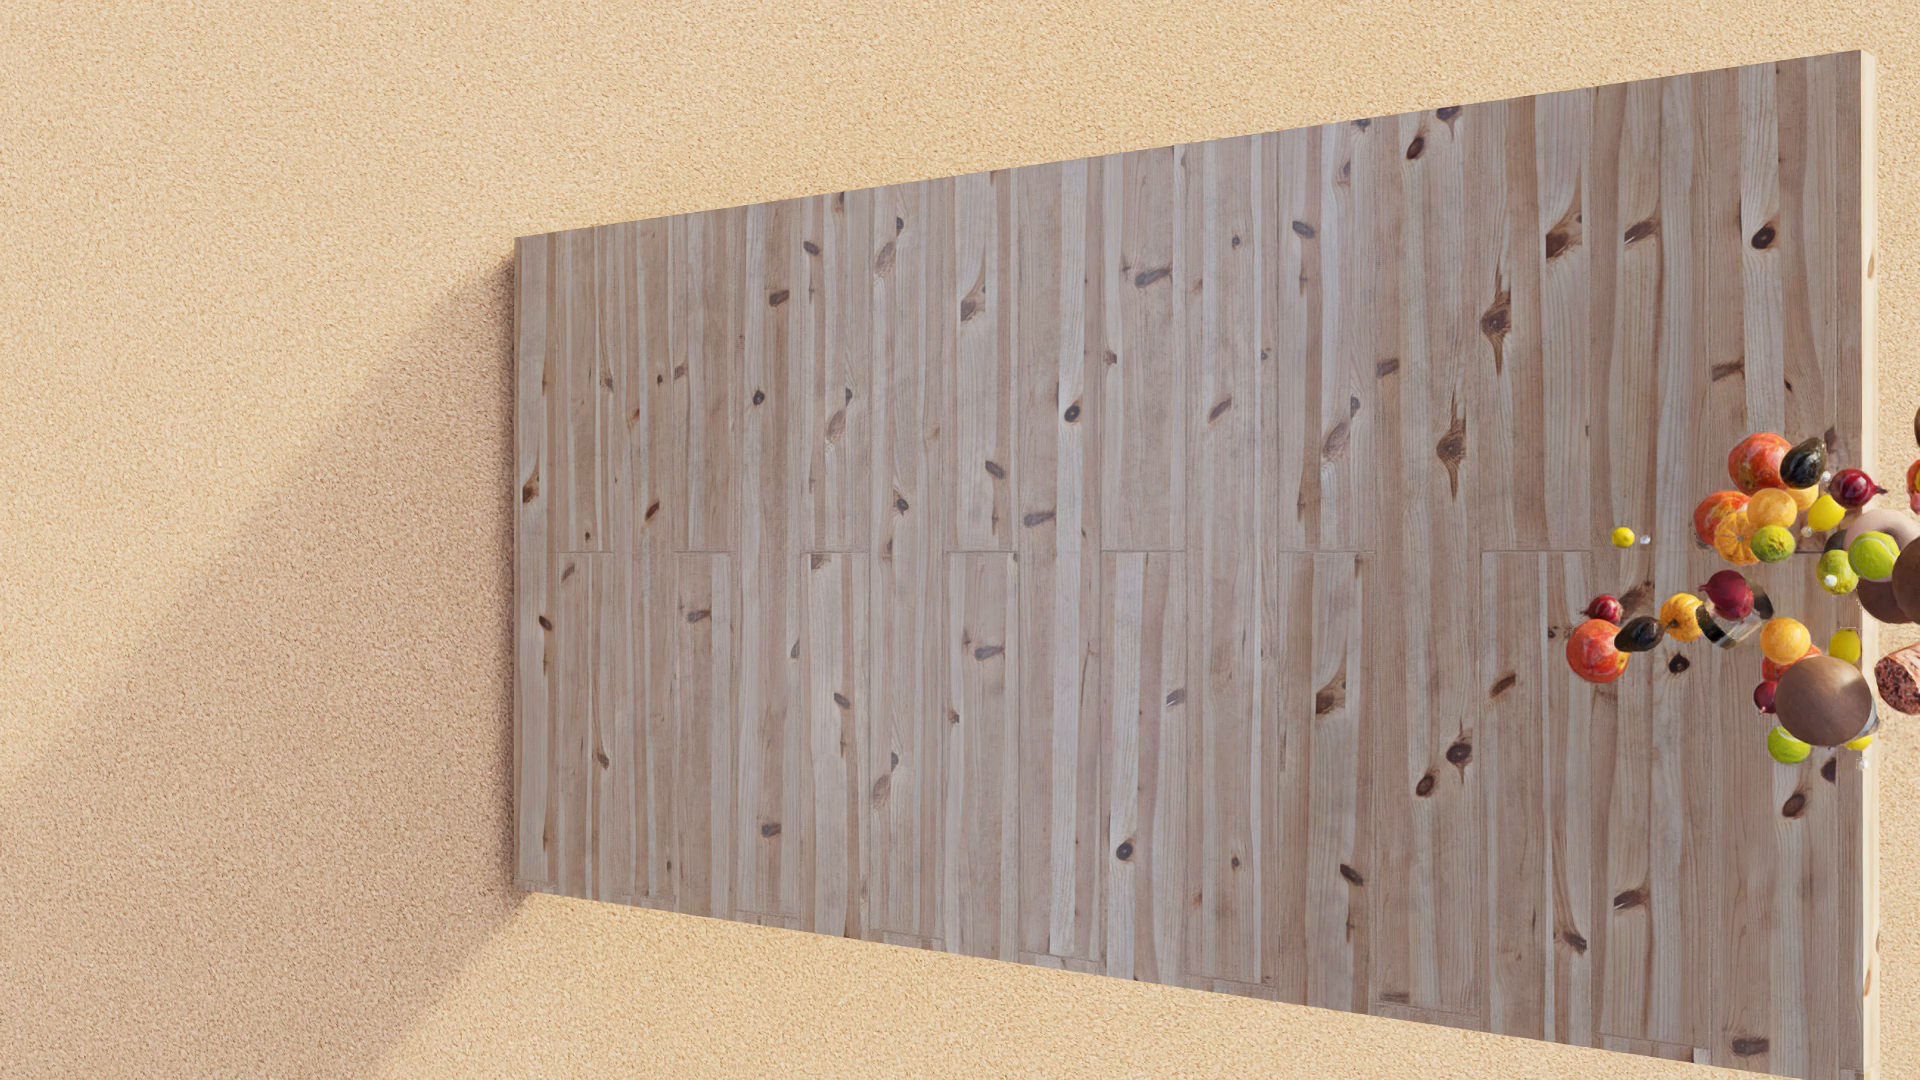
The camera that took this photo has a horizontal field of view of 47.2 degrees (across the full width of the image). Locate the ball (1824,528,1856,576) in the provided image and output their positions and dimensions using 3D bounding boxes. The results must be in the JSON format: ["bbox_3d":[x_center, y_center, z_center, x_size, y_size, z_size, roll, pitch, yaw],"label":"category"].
[{"bbox_3d":[1.660,0.022,4.107,0.087,0.087,0.087,0,90,0],"label":"ball"}]

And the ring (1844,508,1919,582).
[{"bbox_3d":[1.494,0.009,3.562,0.122,0.041,0.122,1,101,8],"label":"ring"}]

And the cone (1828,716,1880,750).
[{"bbox_3d":[1.529,0.335,3.815,0.092,0.092,0.092,46,68,0],"label":"cone"}]

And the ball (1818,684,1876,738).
[{"bbox_3d":[1.505,0.289,3.728,0.091,0.091,0.091,0,90,0],"label":"ball"}]

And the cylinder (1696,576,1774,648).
[{"bbox_3d":[1.236,0.116,3.511,0.084,0.084,0.084,39,131,0],"label":"cylinder"}]

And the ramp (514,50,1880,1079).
[{"bbox_3d":[0.215,0.062,5.531,4.000,0.100,2.000,0,90,39],"label":"ramp"}]
